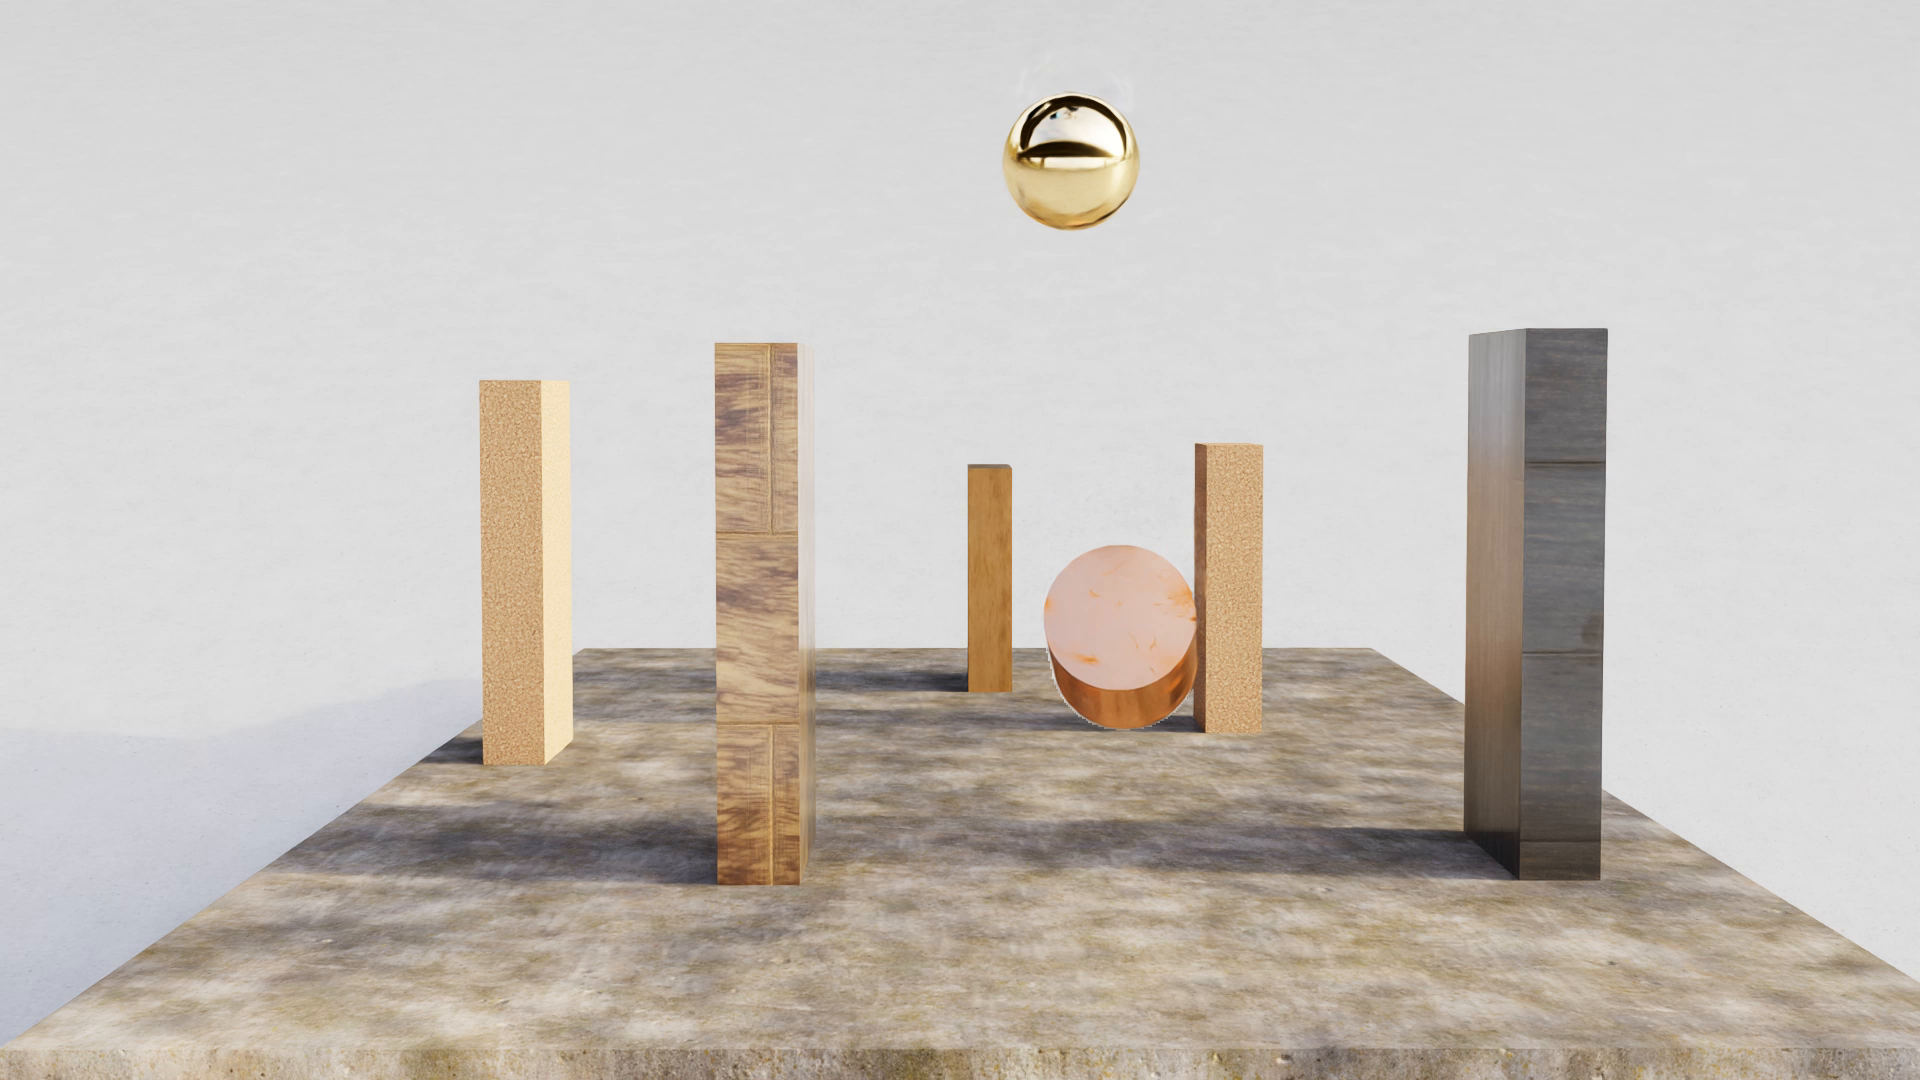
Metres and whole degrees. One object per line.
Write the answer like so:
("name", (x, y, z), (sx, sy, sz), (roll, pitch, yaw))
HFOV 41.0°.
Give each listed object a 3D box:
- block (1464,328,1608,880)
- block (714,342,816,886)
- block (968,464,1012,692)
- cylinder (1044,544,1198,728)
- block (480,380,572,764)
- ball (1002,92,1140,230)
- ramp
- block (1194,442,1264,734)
("block", (0.795, 0.076, 3.573), (0.108, 0.730, 0.375), (0, 3, 0))
("block", (-0.265, 0.087, 3.552), (0.108, 0.711, 0.392), (0, 3, 0))
("block", (0.065, 0.077, 5.726), (0.095, 0.483, 0.365), (0, 3, 0))
("cylinder", (0.173, 0.105, 2.742), (0.158, 0.158, 0.158), (3, -18, 7))
("block", (-0.777, 0.048, 4.618), (0.107, 0.669, 0.327), (0, 3, 0))
("ball", (0.102, -0.346, 2.347), (0.126, 0.126, 0.126), (0, 21, 0))
("ramp", (0.048, 0.438, 4.532), (2.000, 0.100, 4.000), (0, 3, 0))
("block", (0.520, 0.087, 4.995), (0.106, 0.547, 0.252), (0, 3, 0))
